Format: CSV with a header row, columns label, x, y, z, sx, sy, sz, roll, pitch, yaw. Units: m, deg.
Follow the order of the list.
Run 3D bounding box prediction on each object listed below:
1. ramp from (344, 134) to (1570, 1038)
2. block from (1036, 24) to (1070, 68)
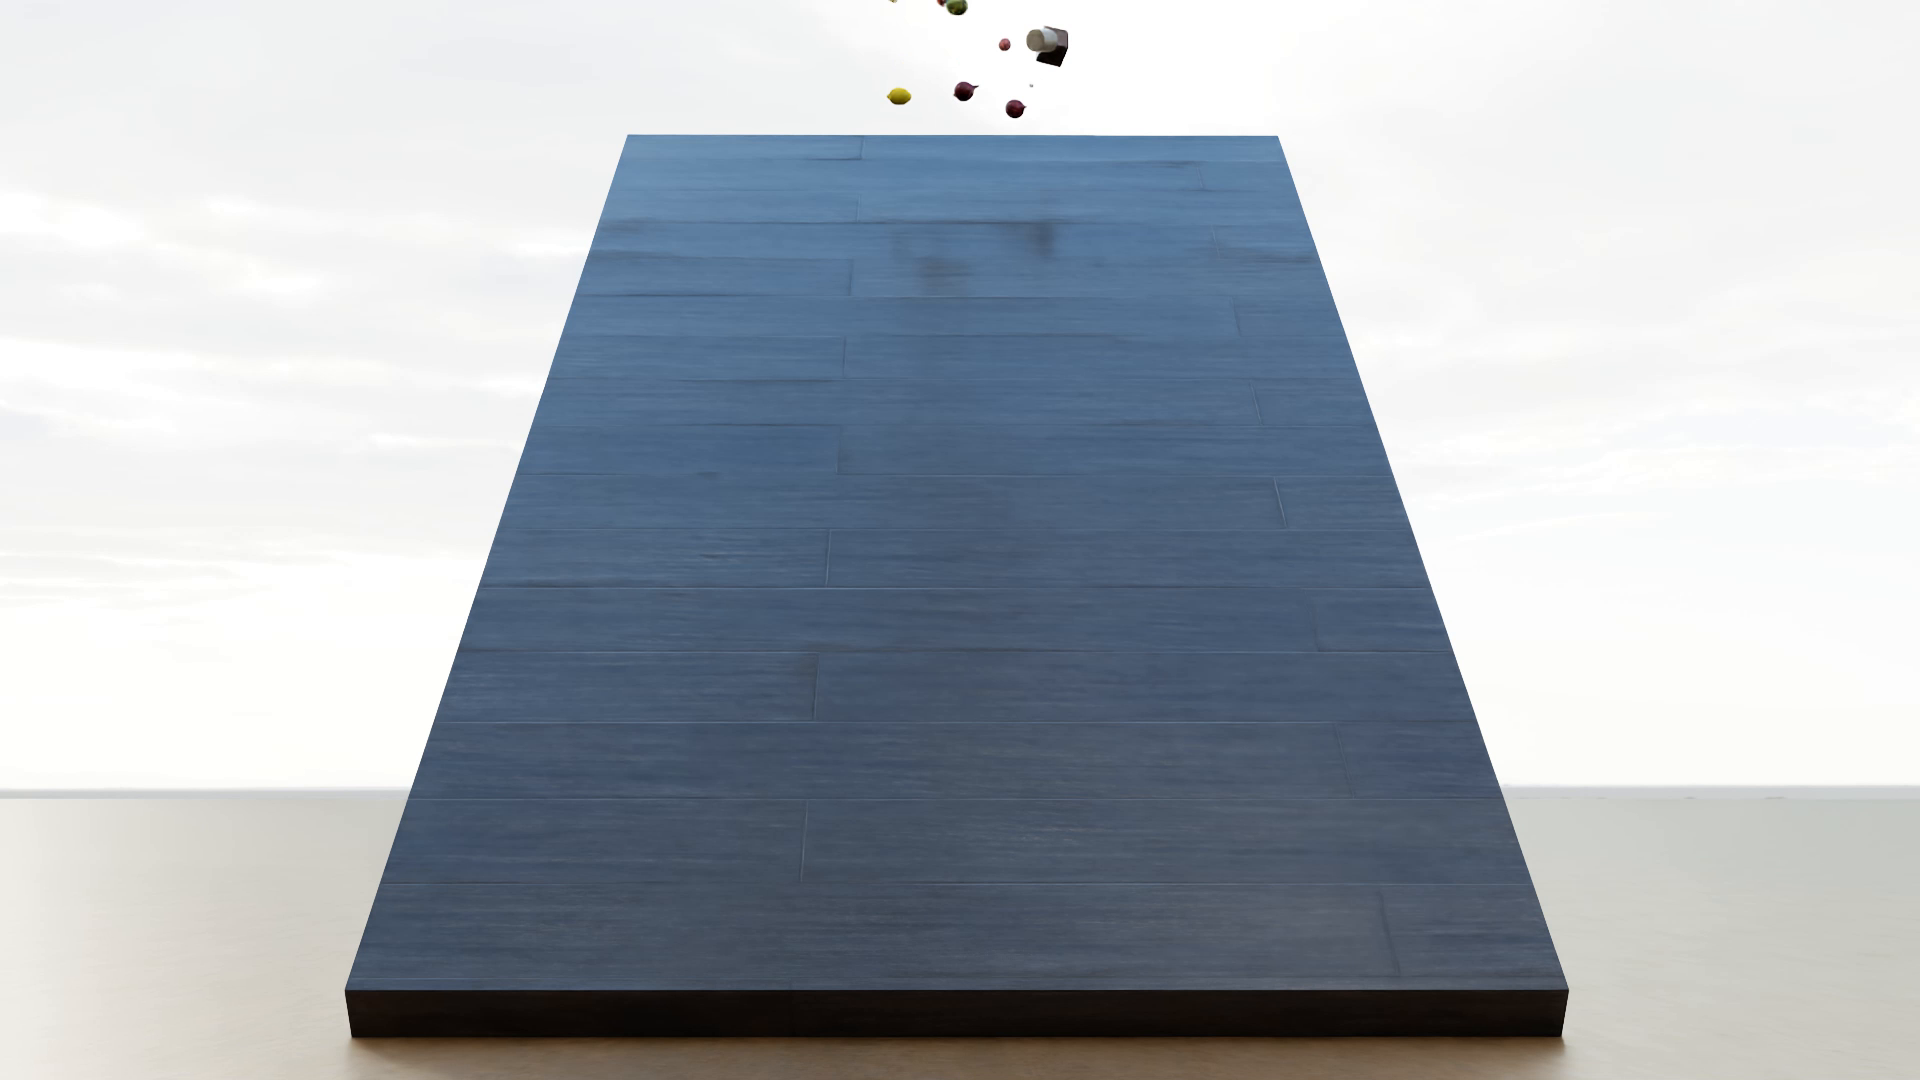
label,x,y,z,sx,sy,sz,roll,pitch,yaw
ramp,-0.013,-0.212,5.698,2.000,0.100,4.000,0,30,0
block,0.280,-1.498,7.316,0.080,0.080,0.080,12,-41,-12
